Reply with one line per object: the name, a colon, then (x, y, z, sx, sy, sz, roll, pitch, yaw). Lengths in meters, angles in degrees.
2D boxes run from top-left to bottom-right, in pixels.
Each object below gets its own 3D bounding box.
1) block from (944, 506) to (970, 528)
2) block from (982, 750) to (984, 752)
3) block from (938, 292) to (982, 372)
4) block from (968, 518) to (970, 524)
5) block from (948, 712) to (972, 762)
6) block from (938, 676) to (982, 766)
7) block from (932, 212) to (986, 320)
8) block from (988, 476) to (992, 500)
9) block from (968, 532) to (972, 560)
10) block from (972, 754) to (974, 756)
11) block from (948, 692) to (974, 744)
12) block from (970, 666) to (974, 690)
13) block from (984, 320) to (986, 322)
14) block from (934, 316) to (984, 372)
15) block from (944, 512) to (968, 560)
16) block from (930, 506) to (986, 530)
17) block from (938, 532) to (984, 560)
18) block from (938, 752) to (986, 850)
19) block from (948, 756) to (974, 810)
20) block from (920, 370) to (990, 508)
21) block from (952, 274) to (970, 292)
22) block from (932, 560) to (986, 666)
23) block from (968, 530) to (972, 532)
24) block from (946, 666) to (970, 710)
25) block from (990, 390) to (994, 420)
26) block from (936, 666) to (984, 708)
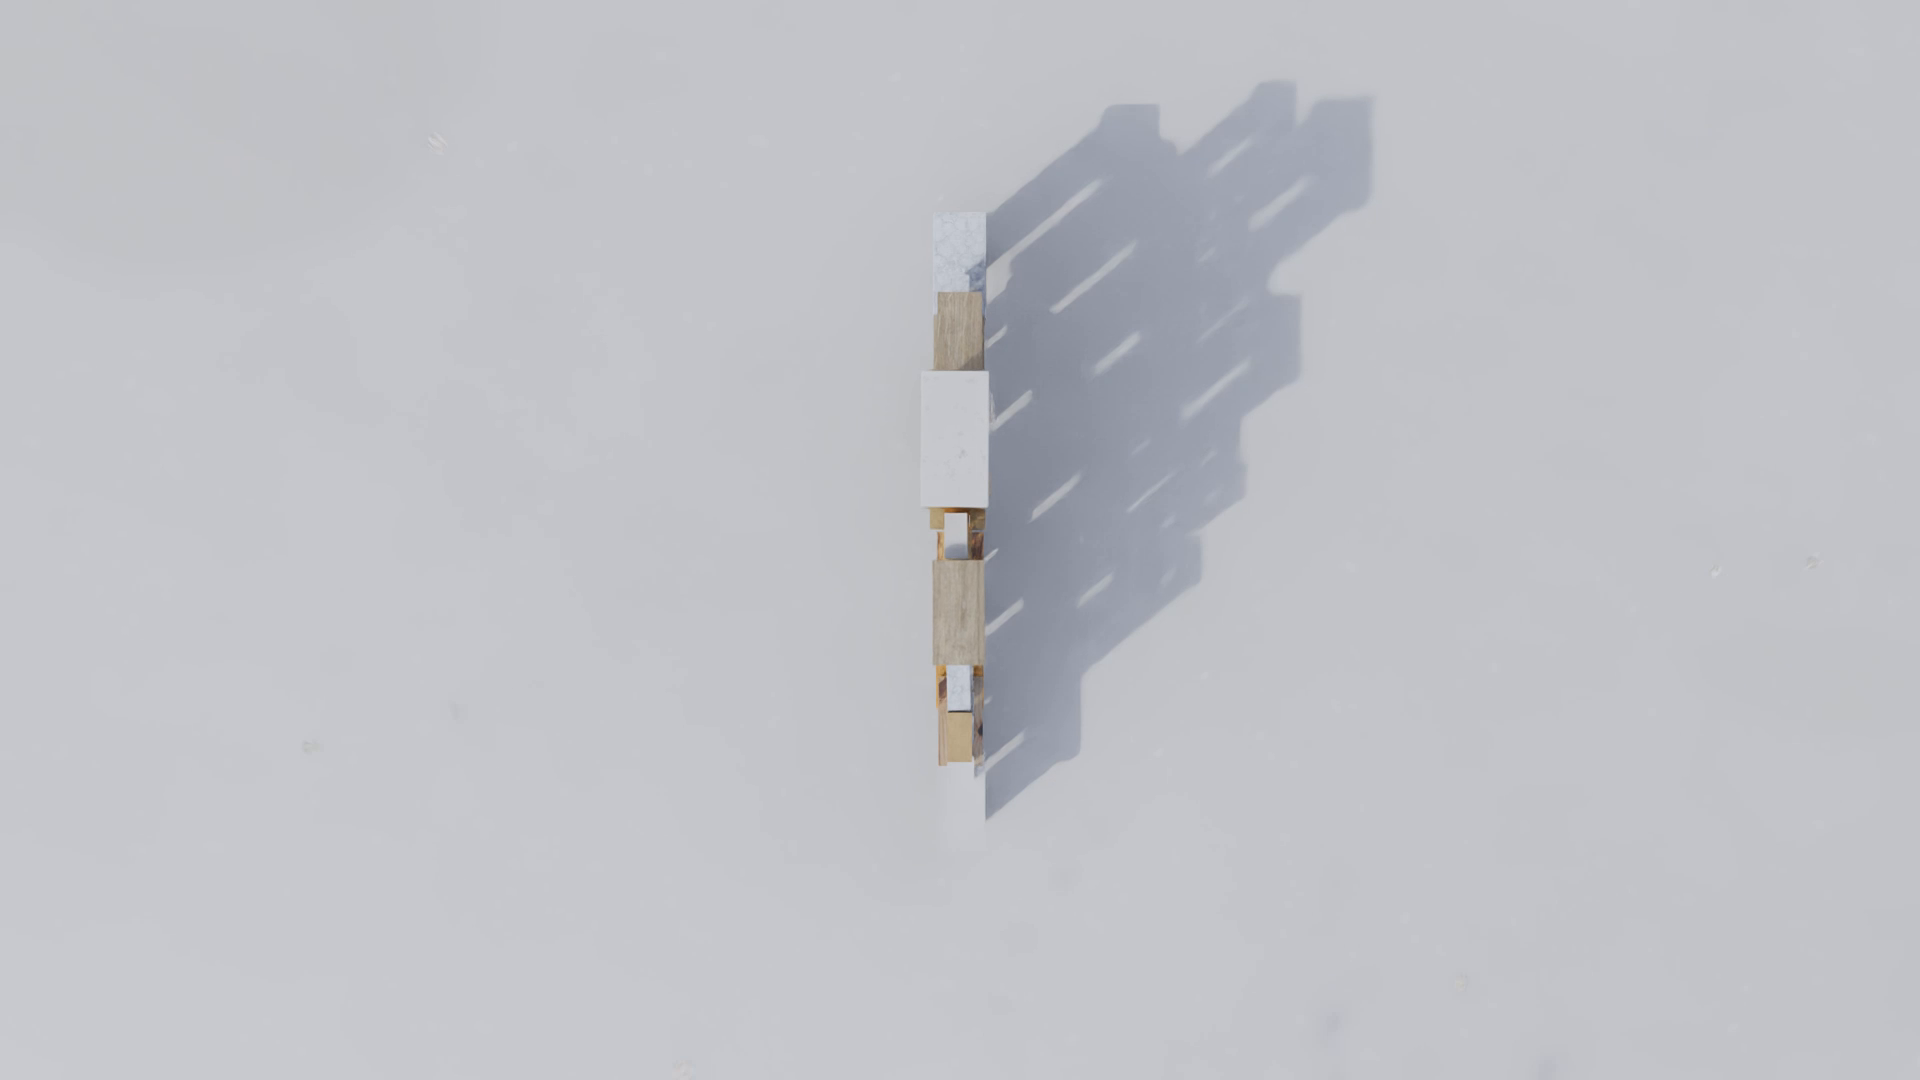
block: (-0.008, -0.105, 4.591, 0.071, 0.020, 0.142, 1, 90, 0)
block: (0.004, 0.721, 5.350, 0.150, 0.301, 0.043, 0, 90, 0)
block: (-0.002, -0.542, 4.400, 0.117, 0.033, 0.235, 0, 90, 0)
block: (-0.004, -0.052, 4.518, 0.063, 0.125, 0.018, 1, 89, 0)
block: (-0.001, 0.543, 4.547, 0.068, 0.019, 0.136, 0, 90, 0)
block: (0.002, 0.535, 4.879, 0.131, 0.037, 0.262, 0, 90, 0)
block: (-0.001, -0.814, 4.906, 0.158, 0.045, 0.315, 0, 90, 0)
block: (-0.006, -0.138, 4.387, 0.170, 0.388, 0.048, 1, 89, 0)
block: (0.003, 0.034, 4.846, 0.060, 0.017, 0.120, 0, 90, 0)
block: (0.002, 0.641, 4.786, 0.075, 0.149, 0.021, 0, 90, 0)
block: (0.004, 0.508, 4.703, 0.074, 0.021, 0.148, 0, 90, 0)
block: (0.002, 0.353, 4.706, 0.072, 0.020, 0.144, 0, 90, 0)
block: (0.000, -0.709, 5.086, 0.158, 0.315, 0.045, 0, 90, 0)
block: (-0.003, -0.503, 4.792, 0.148, 0.042, 0.296, 0, 90, 0)
block: (-0.011, -0.010, 4.447, 0.063, 0.018, 0.125, -1, 90, 0)
block: (-0.006, -0.191, 4.766, 0.160, 0.045, 0.320, 1, 90, 0)
block: (0.001, 0.116, 4.994, 0.140, 0.040, 0.280, 0, 90, 0)
block: (0.004, 0.821, 5.178, 0.150, 0.043, 0.301, 0, 90, 0)
block: (0.002, 0.691, 4.701, 0.075, 0.021, 0.149, 0, 90, 0)
block: (-0.012, -0.254, 4.154, 0.170, 0.048, 0.340, 1, 94, 3)
block: (0.000, -0.716, 4.772, 0.052, 0.015, 0.104, 2, 90, 0)
block: (-0.003, 0.193, 4.396, 0.140, 0.040, 0.280, 0, 90, 0)
block: (0.001, -0.036, 5.340, 0.075, 0.021, 0.149, 0, 90, 0)
block: (-0.004, 0.405, 4.556, 0.063, 0.018, 0.127, -2, 90, 0)
block: (-0.001, -0.362, 4.342, 0.170, 0.340, 0.048, 1, 87, 3)
block: (0.000, 0.379, 5.181, 0.149, 0.042, 0.298, 0, 90, 0)
